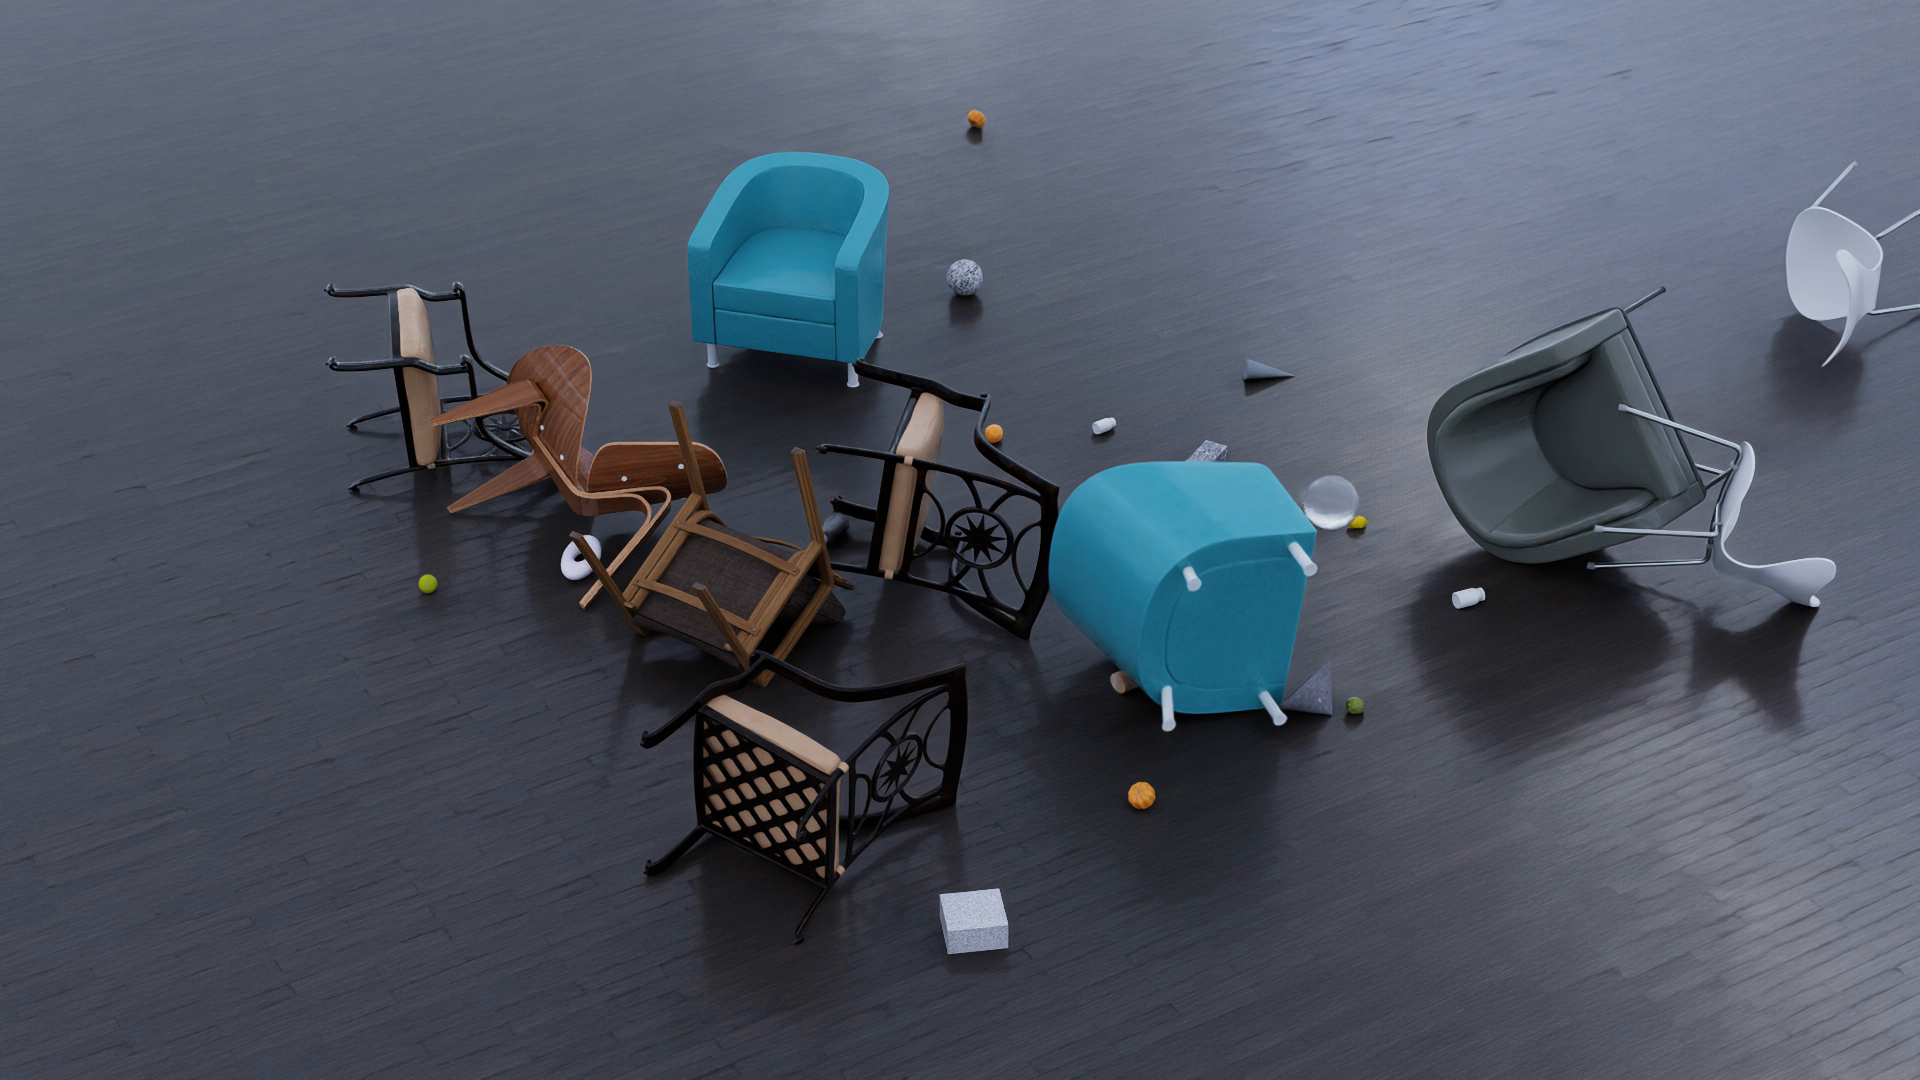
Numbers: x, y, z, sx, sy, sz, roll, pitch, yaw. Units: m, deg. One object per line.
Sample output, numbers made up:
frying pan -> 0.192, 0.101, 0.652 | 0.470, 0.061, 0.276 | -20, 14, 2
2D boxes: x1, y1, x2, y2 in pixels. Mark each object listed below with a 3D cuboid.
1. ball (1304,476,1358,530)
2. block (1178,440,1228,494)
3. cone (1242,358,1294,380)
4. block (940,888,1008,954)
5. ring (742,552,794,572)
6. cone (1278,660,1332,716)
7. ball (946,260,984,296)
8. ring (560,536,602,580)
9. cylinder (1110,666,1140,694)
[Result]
ball -> 1.388, -0.141, 10.972 | 0.204, 0.204, 0.204 | 0, 33, 0
block -> 0.935, -0.280, 11.287 | 0.091, 0.091, 0.239 | 17, 37, 24
cone -> 1.268, -0.682, 11.945 | 0.215, 0.078, 0.115 | 7, 31, -8
block -> 0.043, 1.179, 9.071 | 0.187, 0.093, 0.175 | -5, 34, -7
ring -> -0.710, 0.078, 10.796 | 0.196, 0.033, 0.106 | 3, 32, 6
cone -> 1.227, 0.547, 10.041 | 0.145, 0.190, 0.294 | 47, 47, 6
ball -> 0.021, -1.120, 12.503 | 0.155, 0.155, 0.155 | 0, 33, 0
ring -> -1.395, 0.064, 10.798 | 0.138, 0.054, 0.274 | 5, 33, 5
cylinder -> 0.573, 0.485, 10.144 | 0.069, 0.071, 0.084 | -21, 34, -29
